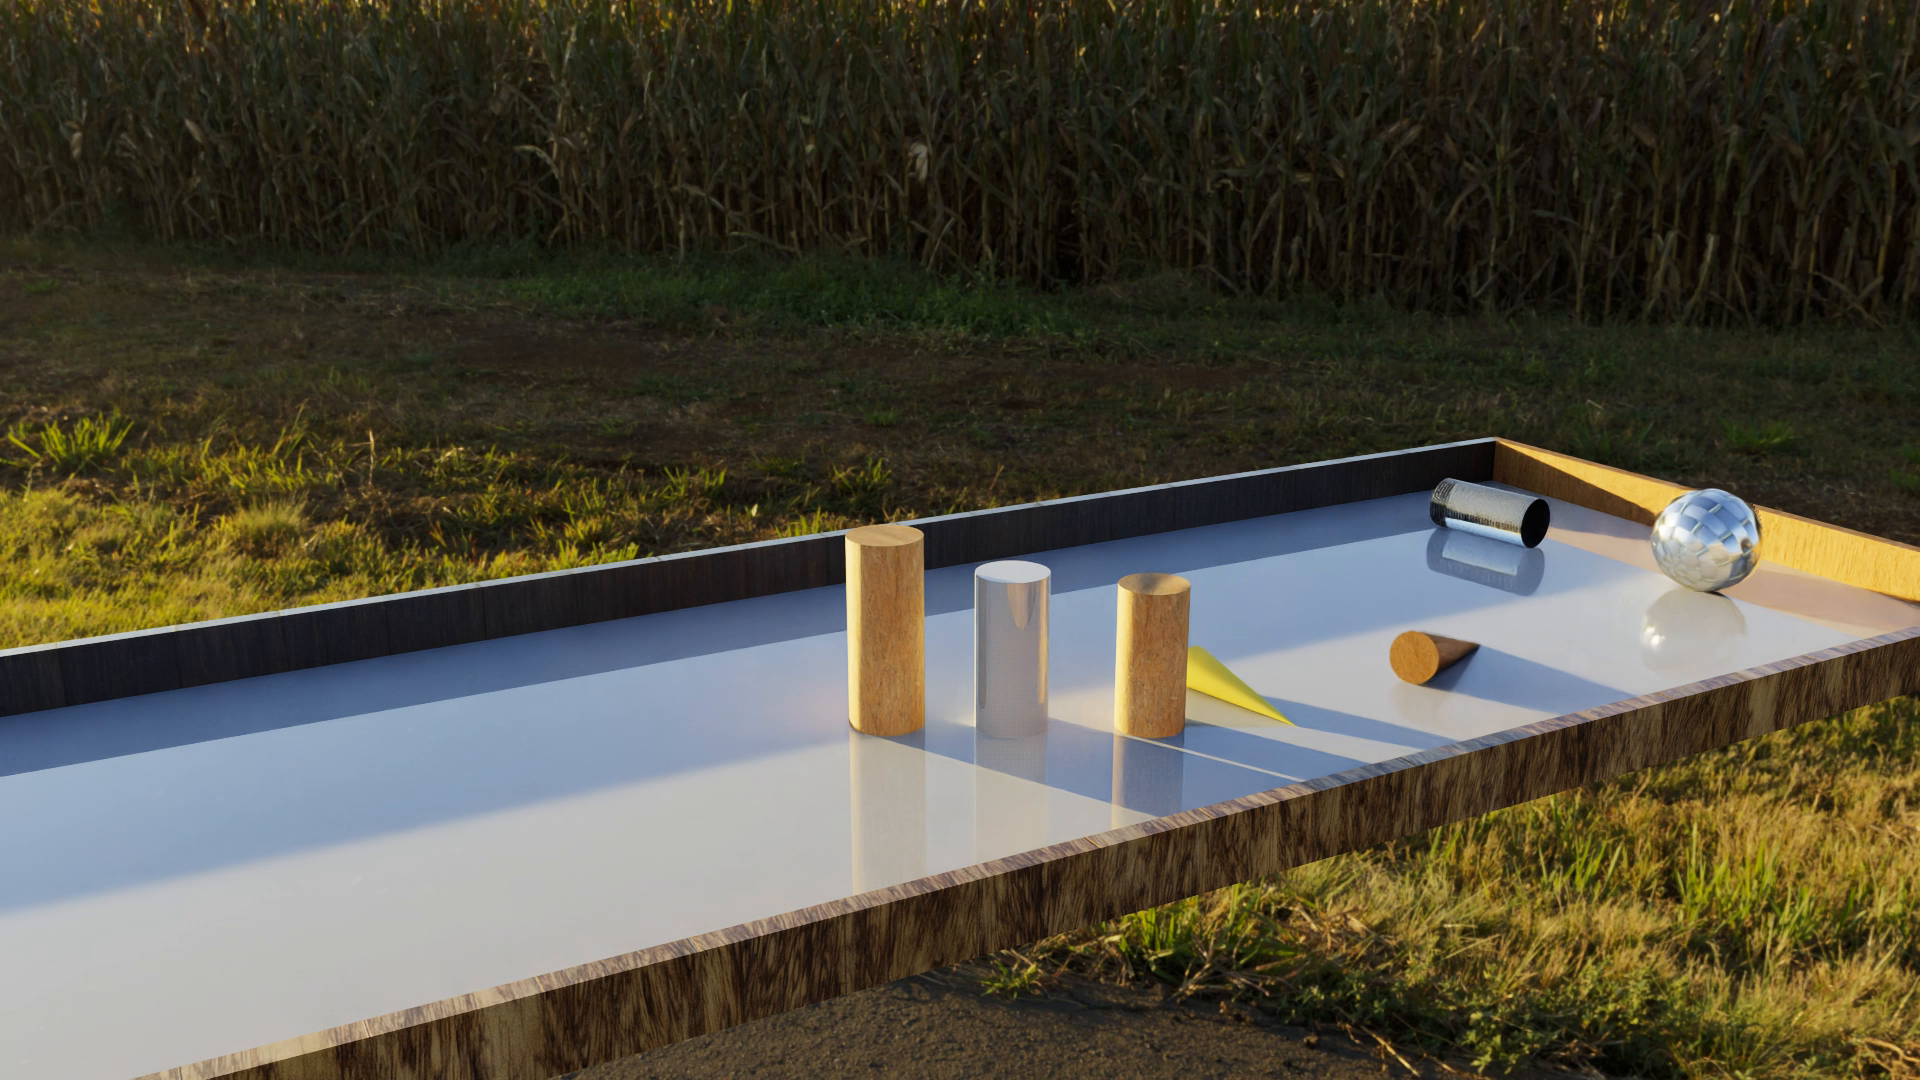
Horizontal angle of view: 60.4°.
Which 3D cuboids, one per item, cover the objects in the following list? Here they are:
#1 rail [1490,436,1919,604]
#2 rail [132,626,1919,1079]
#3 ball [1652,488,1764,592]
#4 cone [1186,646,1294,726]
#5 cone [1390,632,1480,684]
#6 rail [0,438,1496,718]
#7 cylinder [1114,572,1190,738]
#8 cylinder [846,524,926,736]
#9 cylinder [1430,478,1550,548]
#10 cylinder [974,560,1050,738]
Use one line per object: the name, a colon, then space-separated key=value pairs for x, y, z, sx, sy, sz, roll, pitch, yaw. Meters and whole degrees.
rail: x=2.466 y=-0.048 z=5.253 sx=0.050 sy=0.150 sz=2.100 roll=-9 pitch=18 yaw=-27
rail: x=-2.336 y=1.006 z=1.665 sx=12.000 sy=0.150 sz=0.050 roll=-9 pitch=18 yaw=-27
ball: x=2.185 y=-0.001 z=4.825 sx=0.301 sy=0.301 sz=0.301 roll=0 pitch=16 yaw=0
cone: x=0.681 y=0.375 z=3.985 sx=0.108 sy=0.108 sz=0.347 roll=-13 pitch=30 yaw=-38
cone: x=1.265 y=0.286 z=4.265 sx=0.132 sy=0.132 sz=0.384 roll=15 pitch=12 yaw=41
rail: x=-3.305 y=0.497 z=3.399 sx=12.000 sy=0.150 sz=0.050 roll=-9 pitch=18 yaw=-27
cylinder: x=0.445 y=0.267 z=3.831 sx=0.166 sy=0.347 sz=0.166 roll=0 pitch=16 yaw=0
cylinder: x=-0.172 y=0.208 z=3.834 sx=0.179 sy=0.458 sz=0.179 roll=0 pitch=16 yaw=0
cylinder: x=1.724 y=-0.090 z=5.374 sx=0.162 sy=0.162 sz=0.342 roll=-13 pitch=21 yaw=-37
cylinder: x=0.121 y=0.253 z=3.829 sx=0.174 sy=0.376 sz=0.174 roll=0 pitch=16 yaw=0
